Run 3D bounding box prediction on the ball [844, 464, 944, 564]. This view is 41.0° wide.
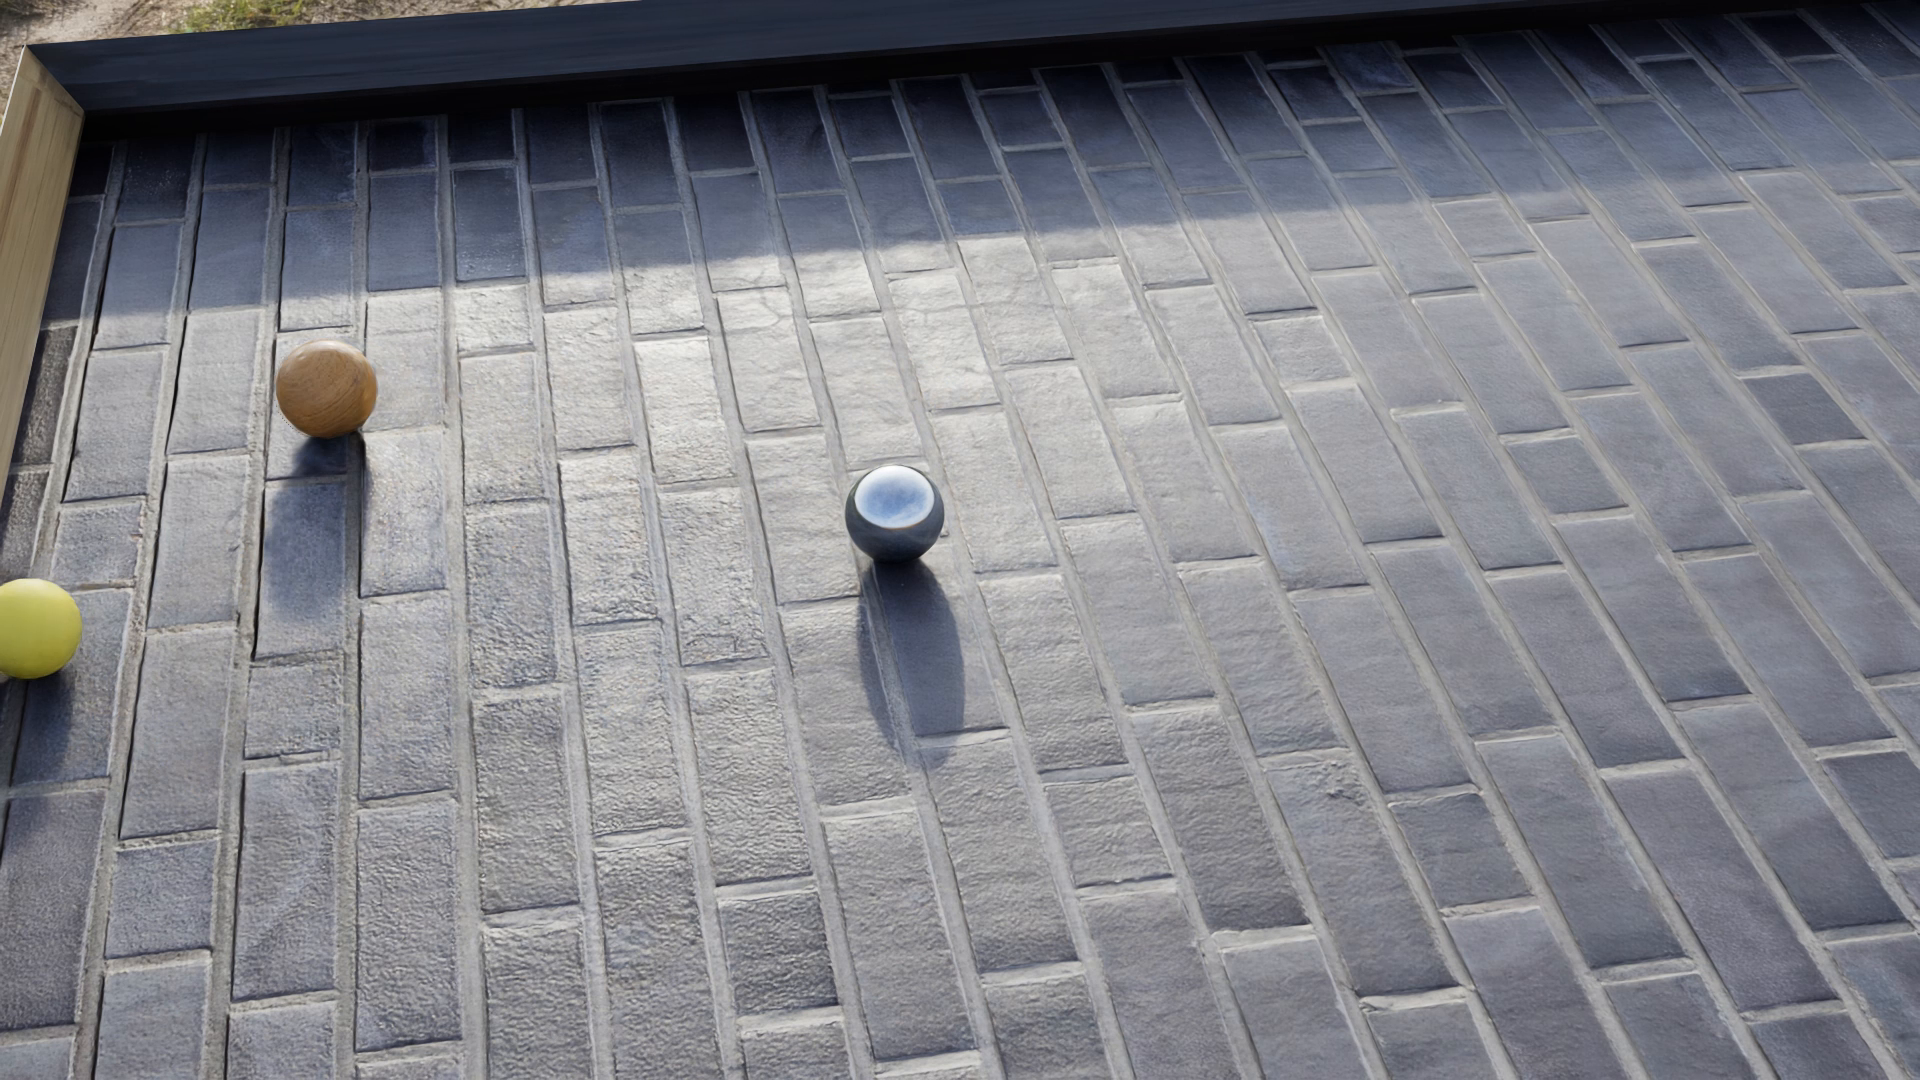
[{"bbox_3d":[-0.043,-0.017,1.695,0.066,0.066,0.066,0,36,0],"label":"ball"}]

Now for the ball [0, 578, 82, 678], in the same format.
[{"bbox_3d":[-0.580,0.055,1.598,0.063,0.063,0.063,0,36,0],"label":"ball"}]

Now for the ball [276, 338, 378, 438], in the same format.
[{"bbox_3d":[-0.448,-0.107,1.817,0.070,0.070,0.070,0,36,0],"label":"ball"}]

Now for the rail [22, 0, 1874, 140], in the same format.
[{"bbox_3d":[0.521,-0.500,2.346,2.645,0.091,0.045,-6,36,-8],"label":"rail"}]

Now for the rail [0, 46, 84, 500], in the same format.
[{"bbox_3d":[-0.628,0.056,1.571,0.045,0.091,1.519,-6,36,-8],"label":"rail"}]
